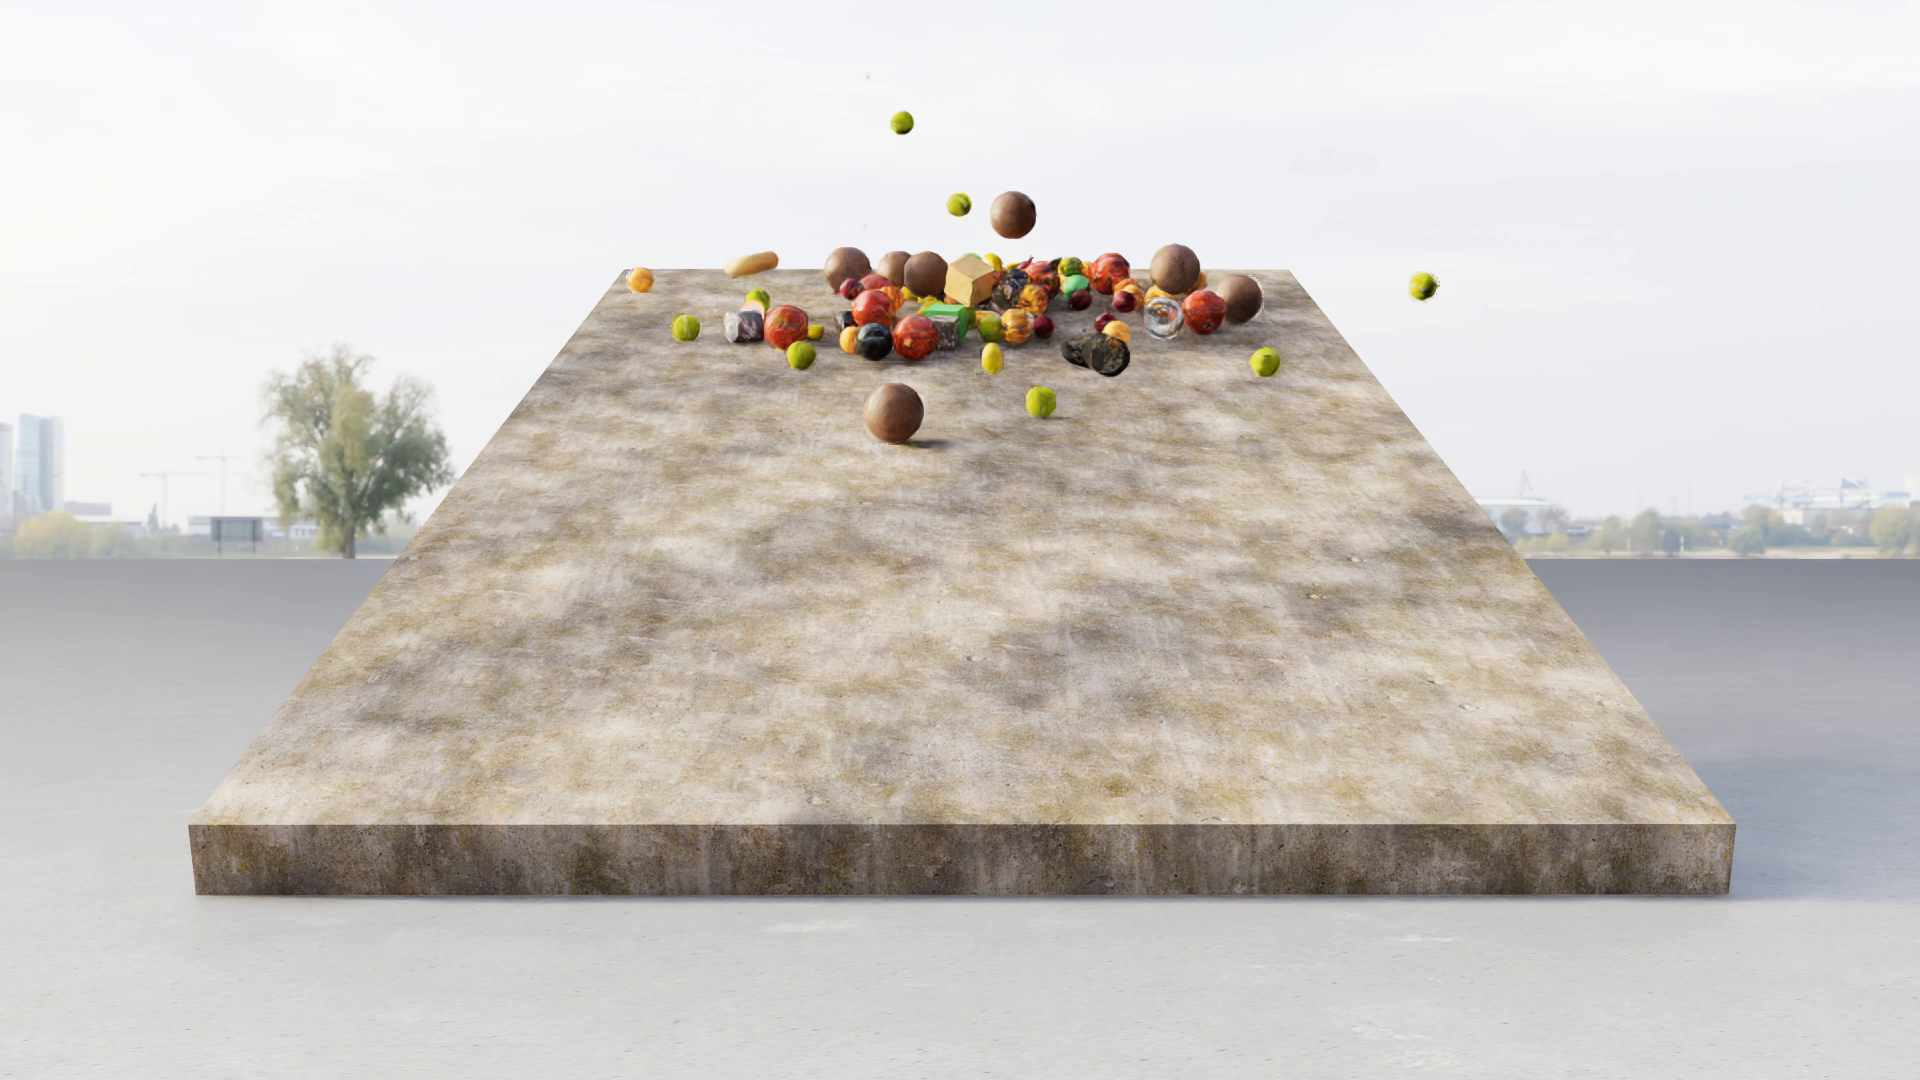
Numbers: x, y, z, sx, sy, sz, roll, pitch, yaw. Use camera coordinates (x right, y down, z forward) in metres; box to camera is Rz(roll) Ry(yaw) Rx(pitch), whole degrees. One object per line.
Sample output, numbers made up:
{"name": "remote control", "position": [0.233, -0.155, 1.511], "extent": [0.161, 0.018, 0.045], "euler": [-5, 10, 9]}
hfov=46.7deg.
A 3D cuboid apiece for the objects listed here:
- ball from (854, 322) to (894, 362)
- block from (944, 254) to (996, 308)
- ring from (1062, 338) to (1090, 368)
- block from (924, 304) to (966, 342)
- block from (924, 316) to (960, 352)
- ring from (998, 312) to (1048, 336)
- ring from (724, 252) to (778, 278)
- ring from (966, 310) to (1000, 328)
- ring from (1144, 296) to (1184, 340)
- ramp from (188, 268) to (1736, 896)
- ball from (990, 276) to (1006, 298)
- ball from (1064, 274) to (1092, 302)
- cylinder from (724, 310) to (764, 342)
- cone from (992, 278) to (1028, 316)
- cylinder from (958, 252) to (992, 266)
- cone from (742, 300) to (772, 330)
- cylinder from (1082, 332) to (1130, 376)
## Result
{"name": "ball", "position": [-0.212, -0.488, 5.475], "extent": [0.096, 0.096, 0.096], "euler": [0, 0, 0]}
{"name": "block", "position": [0.026, -0.669, 5.743], "extent": [0.087, 0.087, 0.087], "euler": [36, 48, 27]}
{"name": "ring", "position": [0.296, -0.455, 5.428], "extent": [0.102, 0.034, 0.102], "euler": [14, 32, -9]}
{"name": "block", "position": [-0.037, -0.553, 5.701], "extent": [0.087, 0.087, 0.087], "euler": [4, 18, 13]}
{"name": "block", "position": [-0.044, -0.522, 5.617], "extent": [0.076, 0.076, 0.076], "euler": [3, 17, 9]}
{"name": "ring", "position": [0.164, -0.563, 5.804], "extent": [0.136, 0.045, 0.136], "euler": [1, 19, 0]}
{"name": "ring", "position": [-0.559, -0.739, 5.968], "extent": [0.150, 0.050, 0.150], "euler": [-12, 6, 1]}
{"name": "ring", "position": [0.064, -0.586, 5.900], "extent": [0.096, 0.032, 0.096], "euler": [3, 20, -1]}
{"name": "ring", "position": [0.523, -0.570, 5.719], "extent": [0.112, 0.112, 0.037], "euler": [0, 3, 27]}
{"name": "ramp", "position": [-0.003, -0.176, 4.799], "extent": [2.000, 0.100, 4.000], "euler": [0, 17, 0]}
{"name": "ball", "position": [0.099, -0.712, 6.254], "extent": [0.064, 0.064, 0.064], "euler": [0, 0, 0]}
{"name": "ball", "position": [0.321, -0.689, 6.097], "extent": [0.077, 0.077, 0.077], "euler": [0, 0, 0]}
{"name": "cylinder", "position": [-0.553, -0.548, 5.699], "extent": [0.077, 0.077, 0.077], "euler": [4, -3, -36]}
{"name": "cone", "position": [0.143, -0.654, 5.797], "extent": [0.098, 0.098, 0.098], "euler": [-39, 11, -14]}
{"name": "cylinder", "position": [0.043, -0.784, 6.450], "extent": [0.086, 0.086, 0.086], "euler": [0, 16, -19]}
{"name": "cone", "position": [-0.519, -0.569, 5.827], "extent": [0.091, 0.091, 0.091], "euler": [0, -13, 35]}
{"name": "cylinder", "position": [0.340, -0.431, 5.177], "extent": [0.091, 0.091, 0.091], "euler": [0, 12, -9]}
